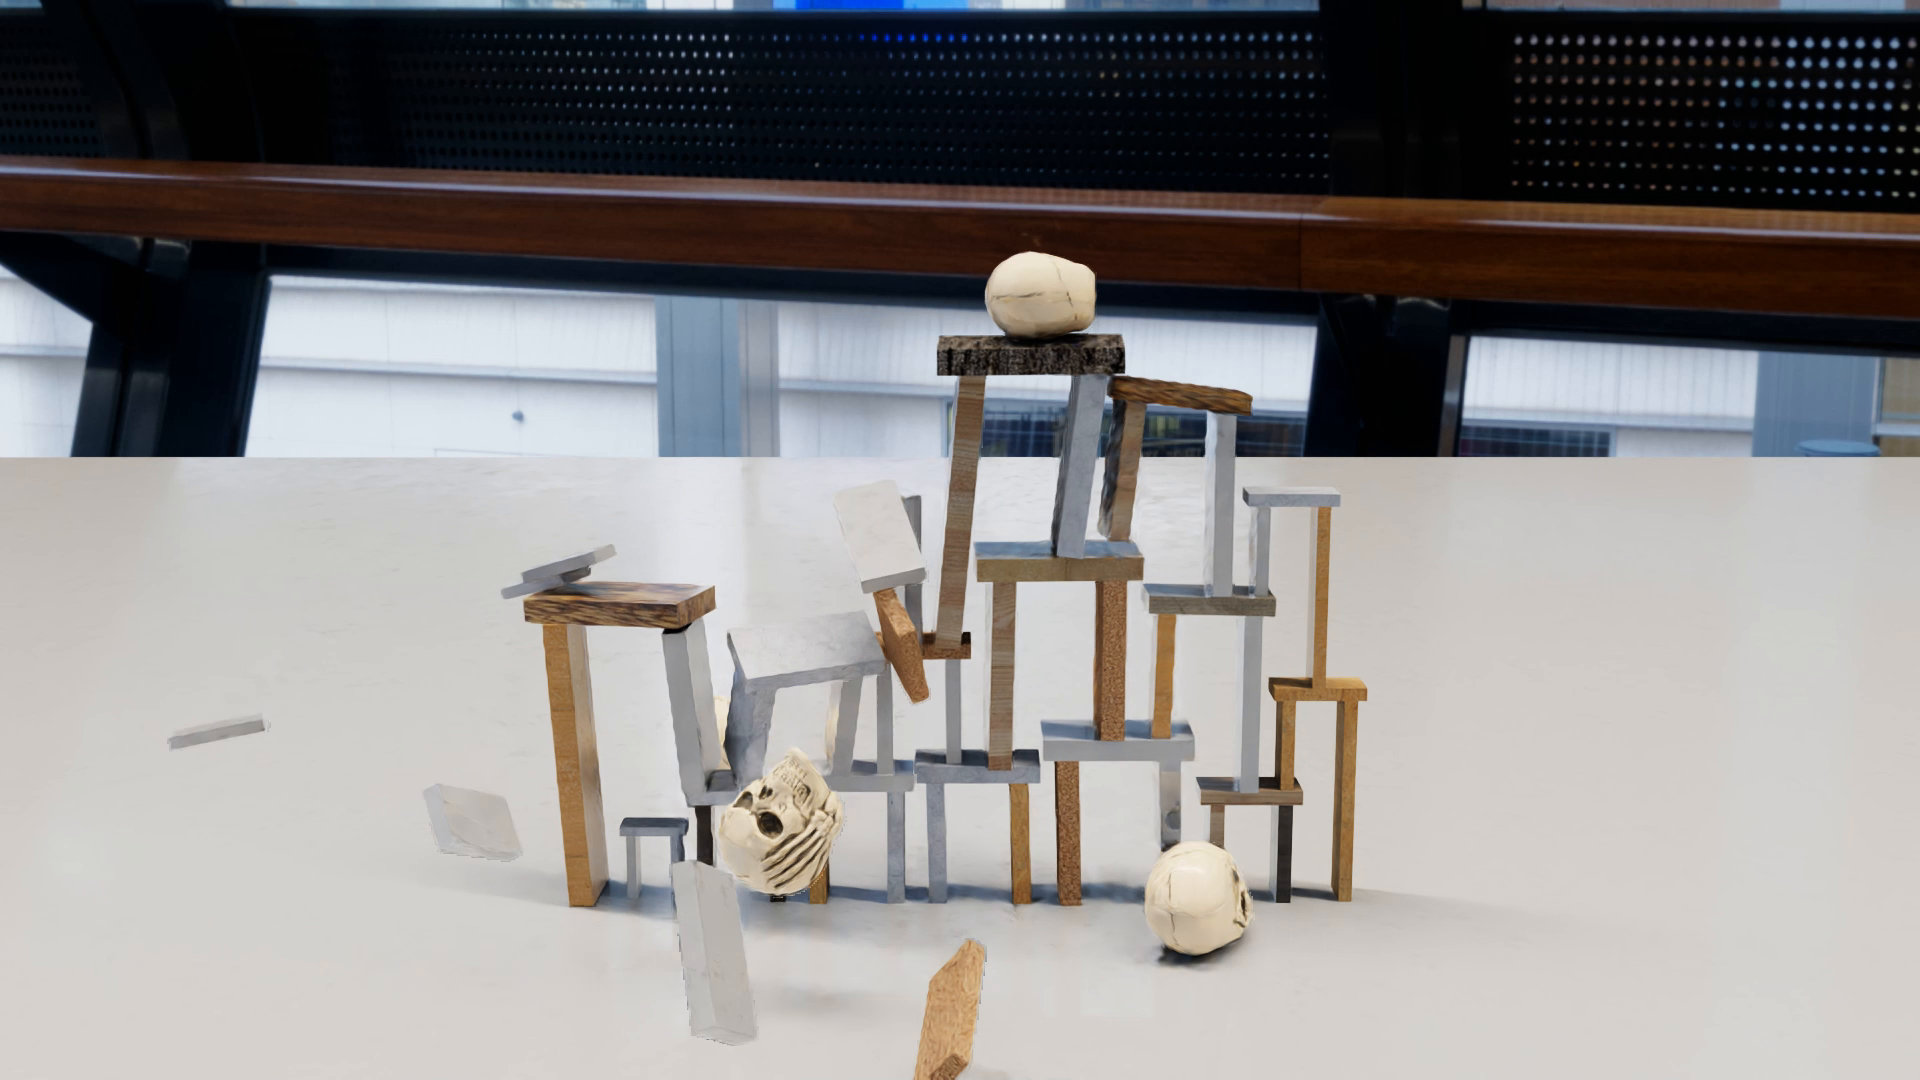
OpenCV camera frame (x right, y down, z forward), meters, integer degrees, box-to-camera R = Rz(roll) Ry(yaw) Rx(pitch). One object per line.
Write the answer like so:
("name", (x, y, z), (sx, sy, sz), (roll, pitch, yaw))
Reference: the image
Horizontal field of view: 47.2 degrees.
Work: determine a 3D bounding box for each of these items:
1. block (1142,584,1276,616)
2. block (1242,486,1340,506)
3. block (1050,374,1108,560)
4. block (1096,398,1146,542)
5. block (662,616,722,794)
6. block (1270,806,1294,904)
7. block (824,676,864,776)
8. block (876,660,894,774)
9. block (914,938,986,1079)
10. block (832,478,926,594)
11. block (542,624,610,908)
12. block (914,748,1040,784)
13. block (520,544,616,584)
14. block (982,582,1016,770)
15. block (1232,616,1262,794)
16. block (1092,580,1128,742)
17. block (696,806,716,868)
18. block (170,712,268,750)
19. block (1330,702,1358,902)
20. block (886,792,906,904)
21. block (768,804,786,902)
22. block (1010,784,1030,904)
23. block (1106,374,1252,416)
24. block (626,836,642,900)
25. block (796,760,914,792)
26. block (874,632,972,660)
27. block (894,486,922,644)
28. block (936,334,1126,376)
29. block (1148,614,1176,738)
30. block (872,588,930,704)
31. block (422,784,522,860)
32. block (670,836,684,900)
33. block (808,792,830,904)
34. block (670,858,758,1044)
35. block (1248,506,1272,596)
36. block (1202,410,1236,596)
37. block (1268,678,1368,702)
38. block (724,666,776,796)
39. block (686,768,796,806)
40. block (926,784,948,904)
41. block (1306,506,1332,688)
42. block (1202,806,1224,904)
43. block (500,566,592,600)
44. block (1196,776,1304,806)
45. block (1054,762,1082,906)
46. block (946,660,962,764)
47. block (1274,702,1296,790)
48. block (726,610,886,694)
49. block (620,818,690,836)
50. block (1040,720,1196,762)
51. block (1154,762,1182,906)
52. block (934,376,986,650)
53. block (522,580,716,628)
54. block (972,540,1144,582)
("block", (0.402, 0.097, 3.569), (0.204, 0.029, 0.102), (1, 11, -2))
("block", (0.533, -0.070, 3.542), (0.147, 0.021, 0.073), (0, 11, 0))
("block", (0.189, -0.131, 3.513), (0.041, 0.292, 0.146), (7, 14, -3))
("block", (0.258, -0.115, 3.521), (0.031, 0.221, 0.111), (6, 8, -8))
("block", (-0.435, 0.258, 3.573), (0.039, 0.275, 0.137), (-3, 17, 6))
("block", (0.533, 0.508, 3.650), (0.024, 0.167, 0.084), (0, 11, 0))
("block", (-0.188, 0.259, 3.585), (0.032, 0.225, 0.113), (4, 21, -11))
("block", (-0.123, 0.280, 3.615), (0.025, 0.192, 0.088), (0, 11, 0))
("block", (-0.014, 0.626, 2.867), (0.026, 0.092, 0.224), (34, 27, -12))
("block", (-0.127, -0.007, 3.420), (0.101, 0.029, 0.202), (-13, 47, -9))
("block", (-0.632, 0.354, 3.624), (0.039, 0.476, 0.137), (-3, 11, 3))
("block", (0.028, 0.373, 3.630), (0.205, 0.029, 0.103), (0, 11, 1))
("block", (-0.635, 0.038, 3.566), (0.139, 0.020, 0.070), (-15, 6, 21))
("block", (0.063, 0.206, 3.585), (0.038, 0.313, 0.133), (0, 12, -4))
("block", (0.471, 0.258, 3.603), (0.029, 0.295, 0.102), (0, 11, 0))
("block", (0.244, 0.181, 3.589), (0.038, 0.266, 0.133), (0, 12, -2))
("block", (-0.420, 0.501, 3.641), (0.025, 0.176, 0.088), (-1, 18, -3))
("block", (-1.158, 0.298, 3.438), (0.140, 0.020, 0.070), (-11, 7, -12))
("block", (0.635, 0.423, 3.636), (0.021, 0.341, 0.075), (0, 11, 0))
("block", (-0.106, 0.496, 3.649), (0.027, 0.192, 0.096), (0, 11, 0))
("block", (-0.304, 0.503, 3.654), (0.025, 0.176, 0.088), (-1, 11, -4))
("block", (0.100, 0.488, 3.652), (0.029, 0.205, 0.103), (-1, 11, 0))
("block", (0.345, -0.233, 3.508), (0.221, 0.031, 0.111), (7, 8, -6))
("block", (-0.542, 0.537, 3.658), (0.015, 0.109, 0.054), (0, 11, 0))
("block", (-0.170, 0.389, 3.629), (0.192, 0.027, 0.096), (0, 11, 0))
("block", (-0.070, 0.173, 3.595), (0.176, 0.025, 0.088), (0, 11, 0))
("block", (-0.091, 0.041, 3.568), (0.029, 0.243, 0.101), (-3, 11, -18))
("block", (0.112, -0.293, 3.474), (0.292, 0.041, 0.146), (0, 14, 2))
("block", (0.329, 0.210, 3.586), (0.029, 0.204, 0.102), (2, 10, 0))
("block", (-0.092, 0.161, 3.426), (0.029, 0.202, 0.101), (-24, 57, -10))
("block", (-0.711, 0.413, 3.214), (0.026, 0.092, 0.184), (-26, -19, 13))
("block", (-0.470, 0.537, 3.658), (0.015, 0.109, 0.054), (0, 11, 0))
("block", (-0.234, 0.496, 3.649), (0.027, 0.192, 0.096), (0, 11, 0))
("block", (-0.265, 0.443, 2.369), (0.026, 0.185, 0.092), (-20, -26, 17))
("block", (0.484, 0.012, 3.556), (0.021, 0.147, 0.073), (0, 11, -2))
("block", (0.418, -0.062, 3.544), (0.031, 0.291, 0.111), (0, 10, -2))
("block", (0.585, 0.244, 3.603), (0.150, 0.021, 0.075), (0, 11, 0))
("block", (-0.337, 0.285, 3.519), (0.032, 0.242, 0.112), (-5, 43, -21))
("block", (-0.361, 0.405, 3.611), (0.176, 0.025, 0.088), (-1, 18, -7))
("block", (-0.038, 0.488, 3.653), (0.029, 0.205, 0.103), (-2, 11, 0))
("block", (0.582, 0.087, 3.571), (0.021, 0.299, 0.073), (0, 11, 0))
("block", (0.421, 0.508, 3.650), (0.024, 0.167, 0.084), (0, 11, 0))
("block", (-0.679, 0.068, 3.605), (0.140, 0.020, 0.070), (-13, 7, 34))
("block", (0.477, 0.414, 3.632), (0.167, 0.024, 0.084), (0, 11, 0))
("block", (0.179, 0.467, 3.646), (0.035, 0.247, 0.123), (-2, 11, 0))
("block", (-0.011, 0.271, 3.615), (0.025, 0.176, 0.088), (-1, 11, 0))
("block", (0.535, 0.329, 3.618), (0.021, 0.150, 0.075), (0, 11, 0))
("block", (-0.242, 0.174, 3.454), (0.225, 0.032, 0.112), (-7, 44, -20))
("block", (-0.506, 0.476, 3.646), (0.109, 0.015, 0.054), (0, 11, 0))
("block", (0.257, 0.329, 3.618), (0.247, 0.035, 0.123), (0, 11, 0))
("block", (0.343, 0.468, 3.642), (0.035, 0.247, 0.123), (-1, 11, 0))
("block", (-0.002, -0.057, 3.536), (0.041, 0.441, 0.146), (5, 14, -3))
("block", (-0.548, 0.103, 3.549), (0.275, 0.039, 0.137), (2, 12, 19))
("block", (0.156, 0.033, 3.552), (0.266, 0.038, 0.133), (-1, 12, -3))
